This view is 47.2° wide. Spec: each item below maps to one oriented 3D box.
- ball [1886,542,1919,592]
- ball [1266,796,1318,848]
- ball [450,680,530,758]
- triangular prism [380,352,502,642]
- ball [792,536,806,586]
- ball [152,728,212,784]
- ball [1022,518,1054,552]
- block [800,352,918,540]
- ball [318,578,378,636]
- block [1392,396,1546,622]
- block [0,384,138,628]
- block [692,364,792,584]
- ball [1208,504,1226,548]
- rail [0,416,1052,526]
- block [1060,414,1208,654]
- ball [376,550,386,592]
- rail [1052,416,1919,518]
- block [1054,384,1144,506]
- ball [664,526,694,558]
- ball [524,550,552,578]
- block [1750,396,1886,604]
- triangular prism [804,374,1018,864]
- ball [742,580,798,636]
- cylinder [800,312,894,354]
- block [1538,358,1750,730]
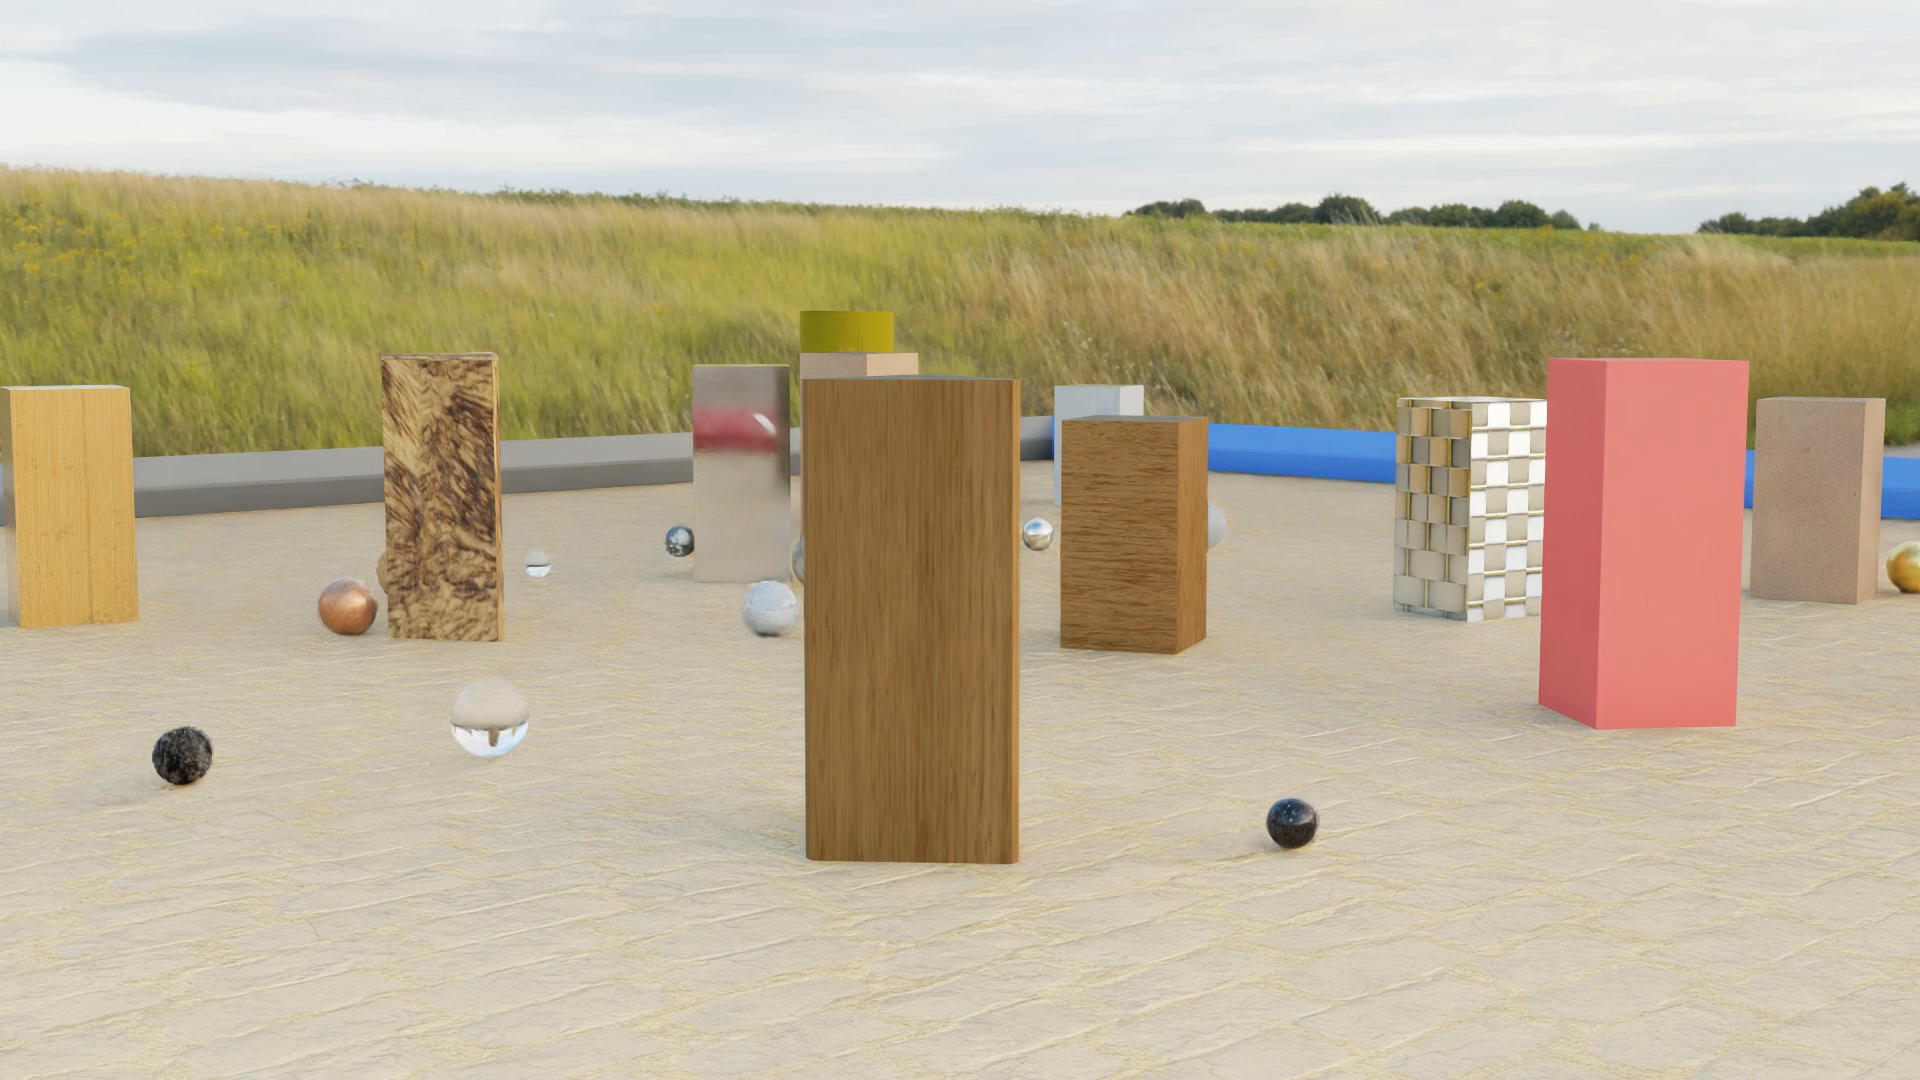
[{"bbox_3d":[1.508,0.043,3.480,0.080,0.080,0.080,0,6,0],"label":"ball"},{"bbox_3d":[0.275,0.235,1.824,0.043,0.043,0.043,0,6,0],"label":"ball"},{"bbox_3d":[-0.470,0.178,2.197,0.077,0.077,0.077,0,6,0],"label":"ball"},{"bbox_3d":[-0.681,-0.064,3.035,0.170,0.386,0.148,2,6,14],"label":"triangular prism"},{"bbox_3d":[-0.224,0.033,3.515,0.092,0.092,0.092,0,6,0],"label":"ball"},{"bbox_3d":[-0.732,0.203,2.070,0.054,0.054,0.054,0,6,0],"label":"ball"},{"bbox_3d":[0.144,-0.010,4.076,0.060,0.060,0.060,0,6,0],"label":"ball"},{"bbox_3d":[-0.188,-0.167,4.118,0.157,0.365,0.157,4,7,35],"label":"block"},{"bbox_3d":[-0.840,0.091,3.018,0.079,0.079,0.079,0,6,0],"label":"ball"},{"bbox_3d":[0.754,-0.050,3.239,0.157,0.315,0.157,-4,7,-31],"label":"block"},{"bbox_3d":[-1.287,-0.053,3.175,0.157,0.334,0.157,-3,7,-29],"label":"block"},{"bbox_3d":[-0.363,-0.114,3.665,0.157,0.353,0.157,-1,6,-5],"label":"block"},{"bbox_3d":[0.454,-0.025,4.102,0.086,0.086,0.086,0,6,0],"label":"ball"},{"bbox_3d":[-1.496,-0.135,4.944,4.865,0.128,0.045,-5,8,-42],"label":"rail"},{"bbox_3d":[0.234,-0.012,2.937,0.157,0.301,0.157,2,6,20],"label":"block"},{"bbox_3d":[-0.838,0.047,3.352,0.098,0.098,0.098,0,6,0],"label":"ball"},{"bbox_3d":[1.770,-0.137,4.957,0.045,0.128,4.458,-5,8,-42],"label":"rail"},{"bbox_3d":[0.319,-0.218,5.049,0.157,0.273,0.157,3,7,24],"label":"block"},{"bbox_3d":[-0.470,0.002,3.699,0.053,0.053,0.053,0,6,0],"label":"ball"},{"bbox_3d":[-0.706,0.040,3.674,0.045,0.045,0.045,0,6,0],"label":"ball"},{"bbox_3d":[1.336,-0.066,3.425,0.157,0.307,0.157,4,7,33],"label":"block"},{"bbox_3d":[-0.034,0.059,1.836,0.170,0.390,0.148,0,6,4],"label":"triangular prism"},{"bbox_3d":[-0.260,0.094,3.009,0.076,0.076,0.076,0,6,0],"label":"ball"},{"bbox_3d":[-0.233,-0.253,4.566,0.197,0.442,0.197,0,6,0],"label":"cylinder"},{"bbox_3d":[0.745,-0.002,2.410,0.157,0.391,0.157,-1,6,-7],"label":"block"}]
